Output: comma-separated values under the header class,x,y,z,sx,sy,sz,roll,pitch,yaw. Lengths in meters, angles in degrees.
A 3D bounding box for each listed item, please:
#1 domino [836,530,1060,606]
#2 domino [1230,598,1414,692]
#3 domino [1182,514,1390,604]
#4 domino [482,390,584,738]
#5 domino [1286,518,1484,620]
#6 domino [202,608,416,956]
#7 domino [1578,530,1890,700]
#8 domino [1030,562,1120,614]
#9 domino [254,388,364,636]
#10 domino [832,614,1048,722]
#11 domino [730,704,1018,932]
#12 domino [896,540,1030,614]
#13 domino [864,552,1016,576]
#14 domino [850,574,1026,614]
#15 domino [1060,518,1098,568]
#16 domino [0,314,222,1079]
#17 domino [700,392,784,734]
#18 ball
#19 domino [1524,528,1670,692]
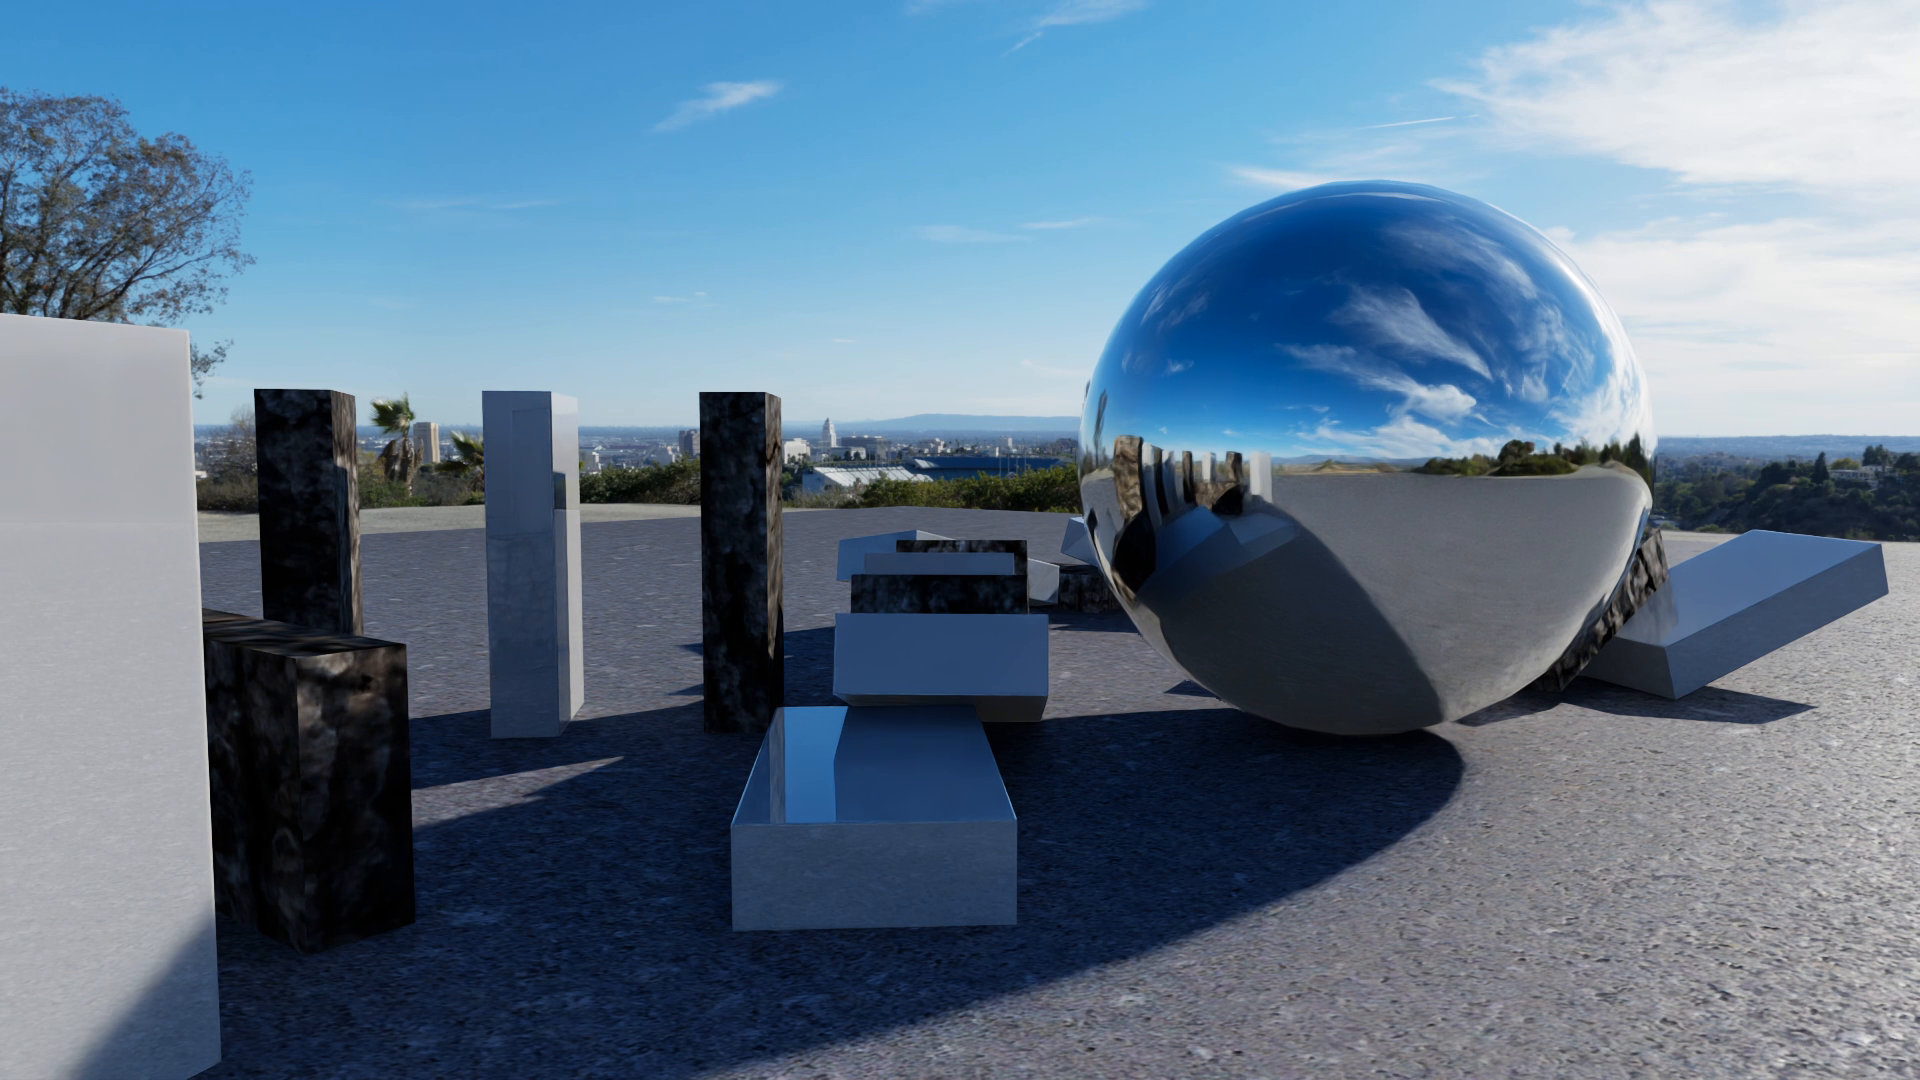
class,x,y,z,sx,sy,sz,roll,pitch,yaw
domino,-0.002,0.008,0.304,0.025,0.010,0.050,-7,-15,42
domino,0.071,0.019,0.247,0.025,0.010,0.050,2,5,26
domino,0.083,0.007,0.317,0.025,0.009,0.050,-2,22,-43
domino,-0.065,0.003,0.196,0.009,0.050,0.025,-1,4,-8
domino,0.103,0.008,0.293,0.025,0.009,0.050,-1,21,-41
domino,-0.071,0.021,0.125,0.050,0.025,0.009,3,5,37
domino,0.136,0.012,0.231,0.050,0.010,0.025,-21,12,-15
domino,0.020,0.012,0.346,0.050,0.009,0.025,3,5,32
domino,-0.096,0.003,0.190,0.009,0.050,0.025,-1,5,-18
domino,-0.001,0.018,0.174,0.025,0.010,0.050,0,-11,3
domino,-0.009,0.028,0.137,0.025,0.010,0.050,0,4,-4
domino,0.002,0.010,0.269,0.025,0.010,0.050,0,-13,4
domino,-0.002,0.013,0.237,0.025,0.009,0.050,0,-14,3
domino,-0.002,0.015,0.206,0.025,0.009,0.050,0,-13,3
domino,0.054,0.006,0.333,0.050,0.009,0.025,22,16,32
domino,-0.060,0.012,0.077,0.009,0.050,0.025,2,5,21
domino,-0.033,0.003,0.200,0.009,0.050,0.025,0,4,-3
ball,0.057,-0.012,0.189,0.080,0.080,0.080,0,4,0
domino,0.105,0.012,0.232,0.050,0.009,0.025,-27,15,-39
